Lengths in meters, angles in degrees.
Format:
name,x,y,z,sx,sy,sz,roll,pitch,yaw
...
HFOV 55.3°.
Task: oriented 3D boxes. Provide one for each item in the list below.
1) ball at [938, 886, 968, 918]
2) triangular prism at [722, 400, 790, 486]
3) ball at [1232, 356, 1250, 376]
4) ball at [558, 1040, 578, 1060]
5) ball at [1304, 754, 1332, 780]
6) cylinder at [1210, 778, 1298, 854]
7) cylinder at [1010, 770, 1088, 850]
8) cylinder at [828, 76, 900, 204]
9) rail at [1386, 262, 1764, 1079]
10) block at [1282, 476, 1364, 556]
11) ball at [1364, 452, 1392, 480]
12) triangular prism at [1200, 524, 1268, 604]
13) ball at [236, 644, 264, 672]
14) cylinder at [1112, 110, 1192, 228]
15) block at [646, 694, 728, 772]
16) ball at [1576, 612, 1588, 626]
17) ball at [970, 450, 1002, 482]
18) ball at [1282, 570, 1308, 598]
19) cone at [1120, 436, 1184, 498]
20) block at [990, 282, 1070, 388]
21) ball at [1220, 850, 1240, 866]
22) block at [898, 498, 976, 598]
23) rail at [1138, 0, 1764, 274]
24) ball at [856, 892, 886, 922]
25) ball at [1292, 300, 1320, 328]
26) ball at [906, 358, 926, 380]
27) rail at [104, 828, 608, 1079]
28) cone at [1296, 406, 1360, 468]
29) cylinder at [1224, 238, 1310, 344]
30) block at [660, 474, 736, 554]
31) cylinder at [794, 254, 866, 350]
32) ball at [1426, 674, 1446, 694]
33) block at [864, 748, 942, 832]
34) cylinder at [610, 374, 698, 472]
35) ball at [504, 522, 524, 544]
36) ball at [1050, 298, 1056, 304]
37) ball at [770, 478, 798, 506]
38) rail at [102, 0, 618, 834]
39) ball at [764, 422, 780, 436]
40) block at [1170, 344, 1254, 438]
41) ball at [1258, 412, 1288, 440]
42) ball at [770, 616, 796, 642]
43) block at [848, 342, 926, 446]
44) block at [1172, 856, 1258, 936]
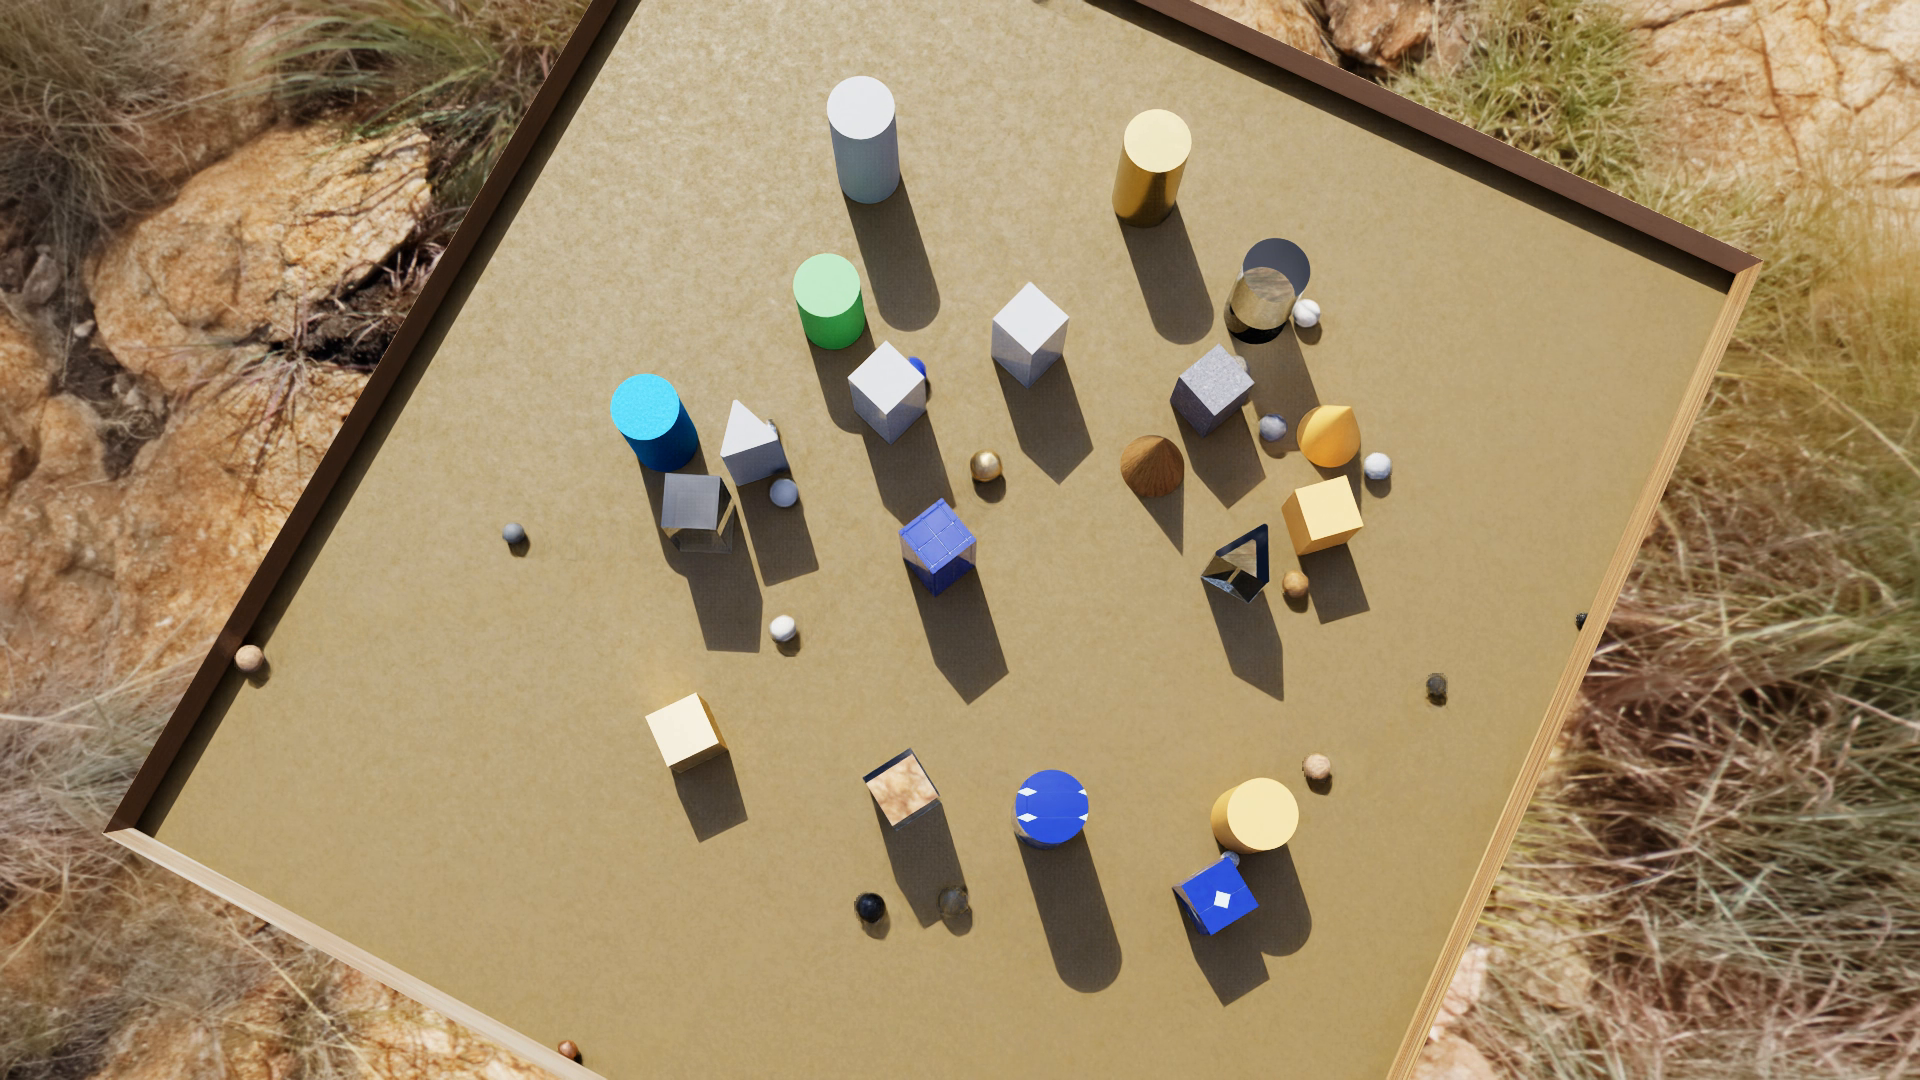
name,x,y,z,sx,sy,sz,roll,pitch,yaw
ball,-0.021,1.057,5.351,0.091,0.091,0.091,0,78,0
triangular prism,-0.631,-0.301,5.492,0.172,0.366,0.149,-18,79,-4
ball,0.853,-0.524,5.676,0.095,0.095,0.095,0,78,0
ball,-1.131,1.472,5.283,0.057,0.057,0.057,0,78,0
ball,1.062,0.674,5.438,0.077,0.077,0.077,0,78,0
cylinder,0.844,0.798,5.276,0.199,0.343,0.199,0,78,0
cylinder,0.250,0.772,5.213,0.199,0.477,0.199,0,78,0
cylinder,-0.291,-1.219,5.617,0.199,0.494,0.199,0,78,0
rail,1.618,0.799,5.384,0.045,0.129,3.791,26,80,5
block,1.085,-0.070,5.507,0.159,0.244,0.159,-16,79,-3
ball,1.280,-0.226,5.621,0.084,0.084,0.084,0,78,0
triangular prism,0.844,0.052,5.428,0.172,0.348,0.149,30,80,6
ball,-2.133,0.355,5.502,0.081,0.081,0.081,0,78,0
cylinder,0.583,-1.132,5.623,0.199,0.447,0.199,0,78,0
block,-0.798,0.568,5.377,0.159,0.240,0.159,-25,79,-5
ball,1.886,0.240,5.546,0.040,0.040,0.040,0,78,0
ball,0.078,-0.226,5.613,0.099,0.099,0.099,0,78,0
ball,1.016,0.133,5.548,0.080,0.080,0.080,0,78,0
cone,0.595,-0.262,5.501,0.199,0.334,0.199,0,78,0
block,0.209,-0.616,5.562,0.159,0.358,0.159,43,82,8
ball,0.795,0.942,5.393,0.055,0.055,0.055,0,78,0
block,-0.064,0.027,5.415,0.159,0.383,0.159,-38,81,-7
rail,0.837,-1.633,5.888,3.665,0.129,0.045,26,80,5
ball,-0.260,1.073,5.351,0.086,0.086,0.086,0,78,0
ball,1.082,-0.708,5.719,0.086,0.086,0.086,0,78,0
ball,-0.147,-0.520,5.679,0.089,0.089,0.089,0,78,0
rail,-0.837,1.646,5.209,3.665,0.129,0.045,26,80,5
cone,1.144,-0.356,5.520,0.199,0.334,0.199,0,78,0
cylinder,0.928,-0.751,5.567,0.199,0.401,0.199,0,78,0
block,-0.775,-0.075,5.451,0.159,0.355,0.159,3,78,1
cylinder,-0.397,-0.726,5.604,0.199,0.318,0.199,0,78,0
ball,1.430,0.434,5.497,0.059,0.059,0.059,0,78,0
block,-0.165,0.725,5.299,0.159,0.329,0.159,-32,80,-6
cylinder,-0.911,-0.346,5.491,0.199,0.387,0.199,0,78,0
ball,-1.360,-0.020,5.588,0.064,0.064,0.064,0,78,0
ball,0.279,-0.734,5.745,0.046,0.046,0.046,0,78,0
ball,-0.539,-0.145,5.602,0.088,0.088,0.088,0,78,0
rail,-1.618,-0.785,5.712,0.045,0.129,3.791,26,80,5
ball,-0.585,-0.341,5.661,0.051,0.051,0.051,0,78,0
block,0.764,-0.451,5.576,0.159,0.263,0.159,-39,81,-7
ball,0.964,-0.349,5.644,0.087,0.087,0.087,0,78,0
ball,-0.532,0.266,5.522,0.078,0.078,0.078,0,78,0
block,-0.216,-0.439,5.527,0.159,0.353,0.159,44,82,8
block,0.733,1.027,5.281,0.159,0.241,0.159,-30,80,-6
